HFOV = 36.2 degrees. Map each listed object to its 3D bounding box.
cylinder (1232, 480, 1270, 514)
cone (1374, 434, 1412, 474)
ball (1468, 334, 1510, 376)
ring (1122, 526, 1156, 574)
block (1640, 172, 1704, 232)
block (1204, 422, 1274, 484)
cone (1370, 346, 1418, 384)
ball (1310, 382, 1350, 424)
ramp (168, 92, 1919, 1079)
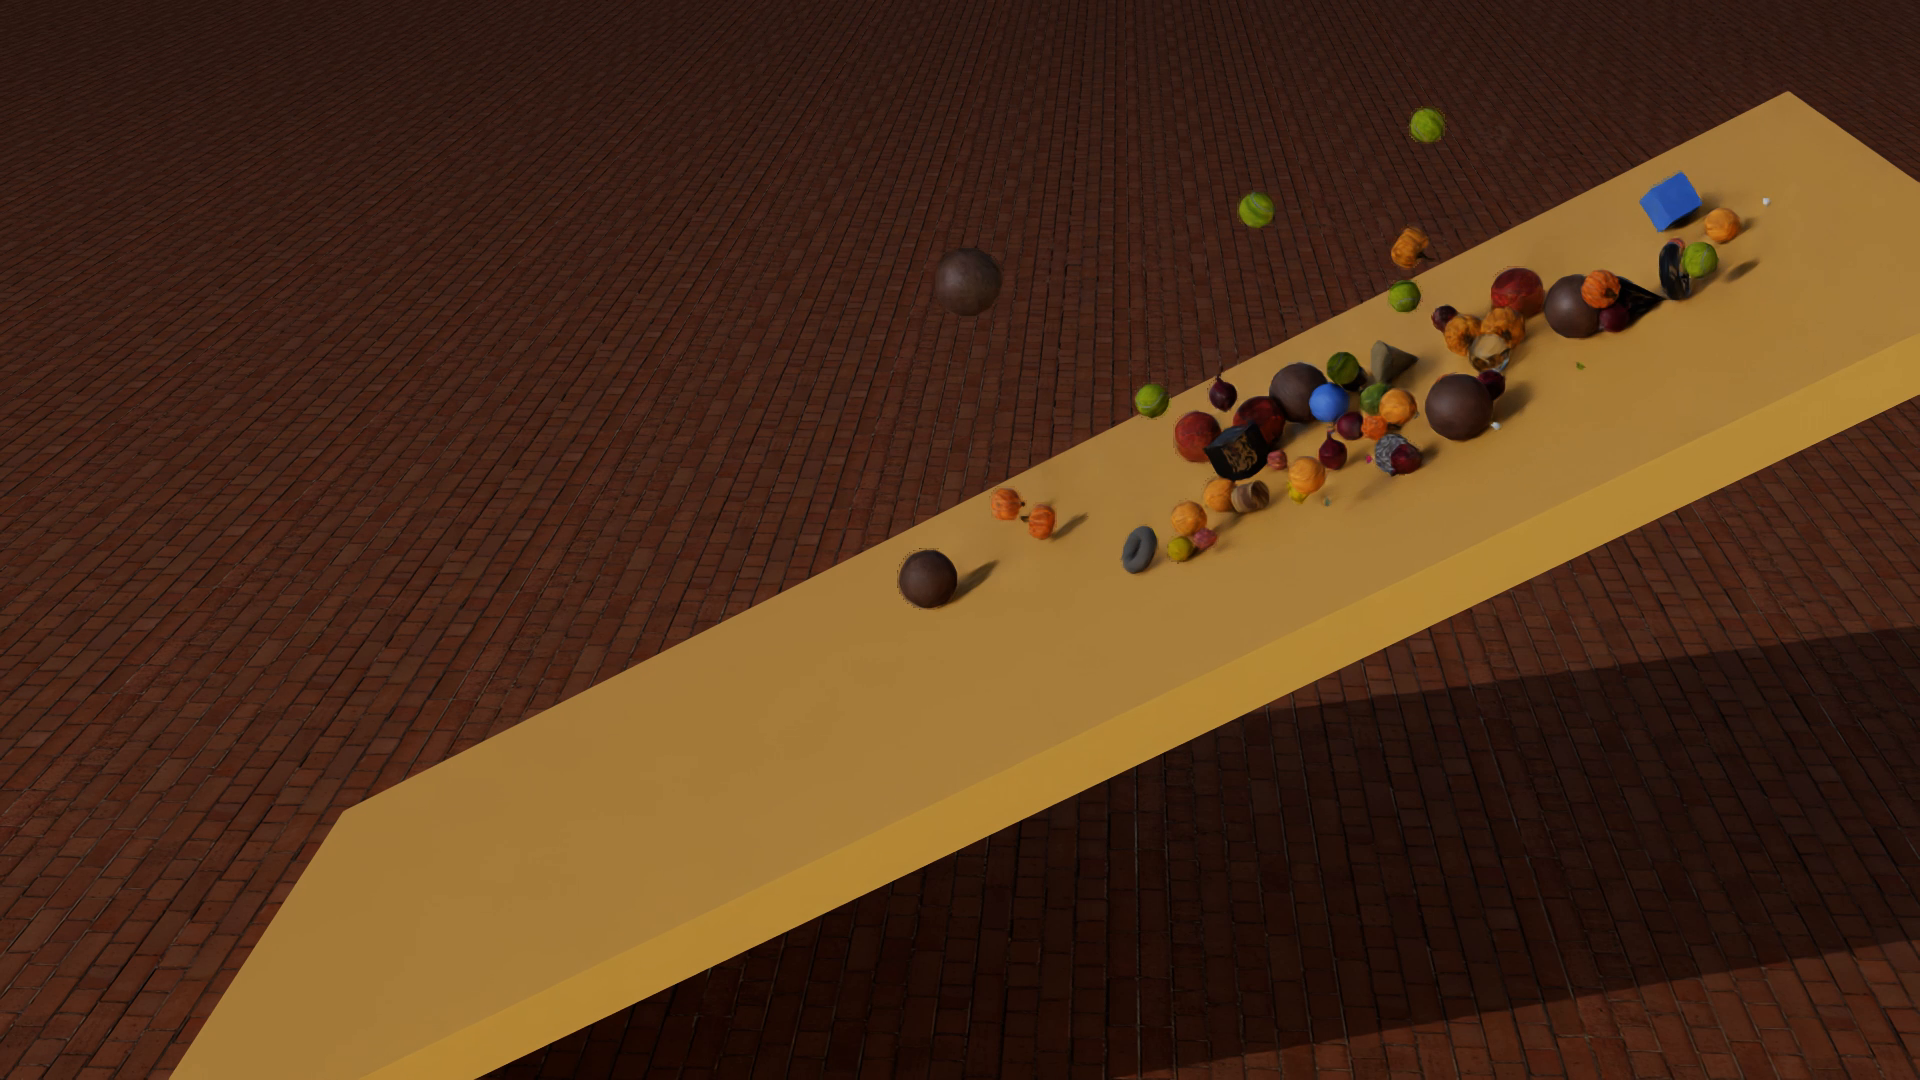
[{"bbox_3d":[0.588,-0.087,5.948,0.055,0.055,0.055,-18,1,-44],"label":"cylinder"},{"bbox_3d":[0.862,-0.171,5.760,0.079,0.079,0.079,10,9,28],"label":"cone"},{"bbox_3d":[1.076,-0.378,5.986,0.085,0.085,0.085,0,17,0],"label":"ball"},{"bbox_3d":[0.365,0.020,5.994,0.034,0.101,0.101,21,9,-23],"label":"ring"},{"bbox_3d":[1.519,-0.721,6.283,0.082,0.082,0.082,-30,-7,-11],"label":"block"},{"bbox_3d":[0.592,-0.186,6.247,0.087,0.087,0.087,-12,24,50],"label":"block"},{"bbox_3d":[0.950,-0.386,6.340,0.096,0.096,0.096,-19,23,-21],"label":"cone"},{"bbox_3d":[0.785,-0.291,6.250,0.085,0.085,0.085,0,17,0],"label":"ball"},{"bbox_3d":[0.141,0.167,6.281,4.000,0.100,2.000,-26,14,11],"label":"ramp"}]
